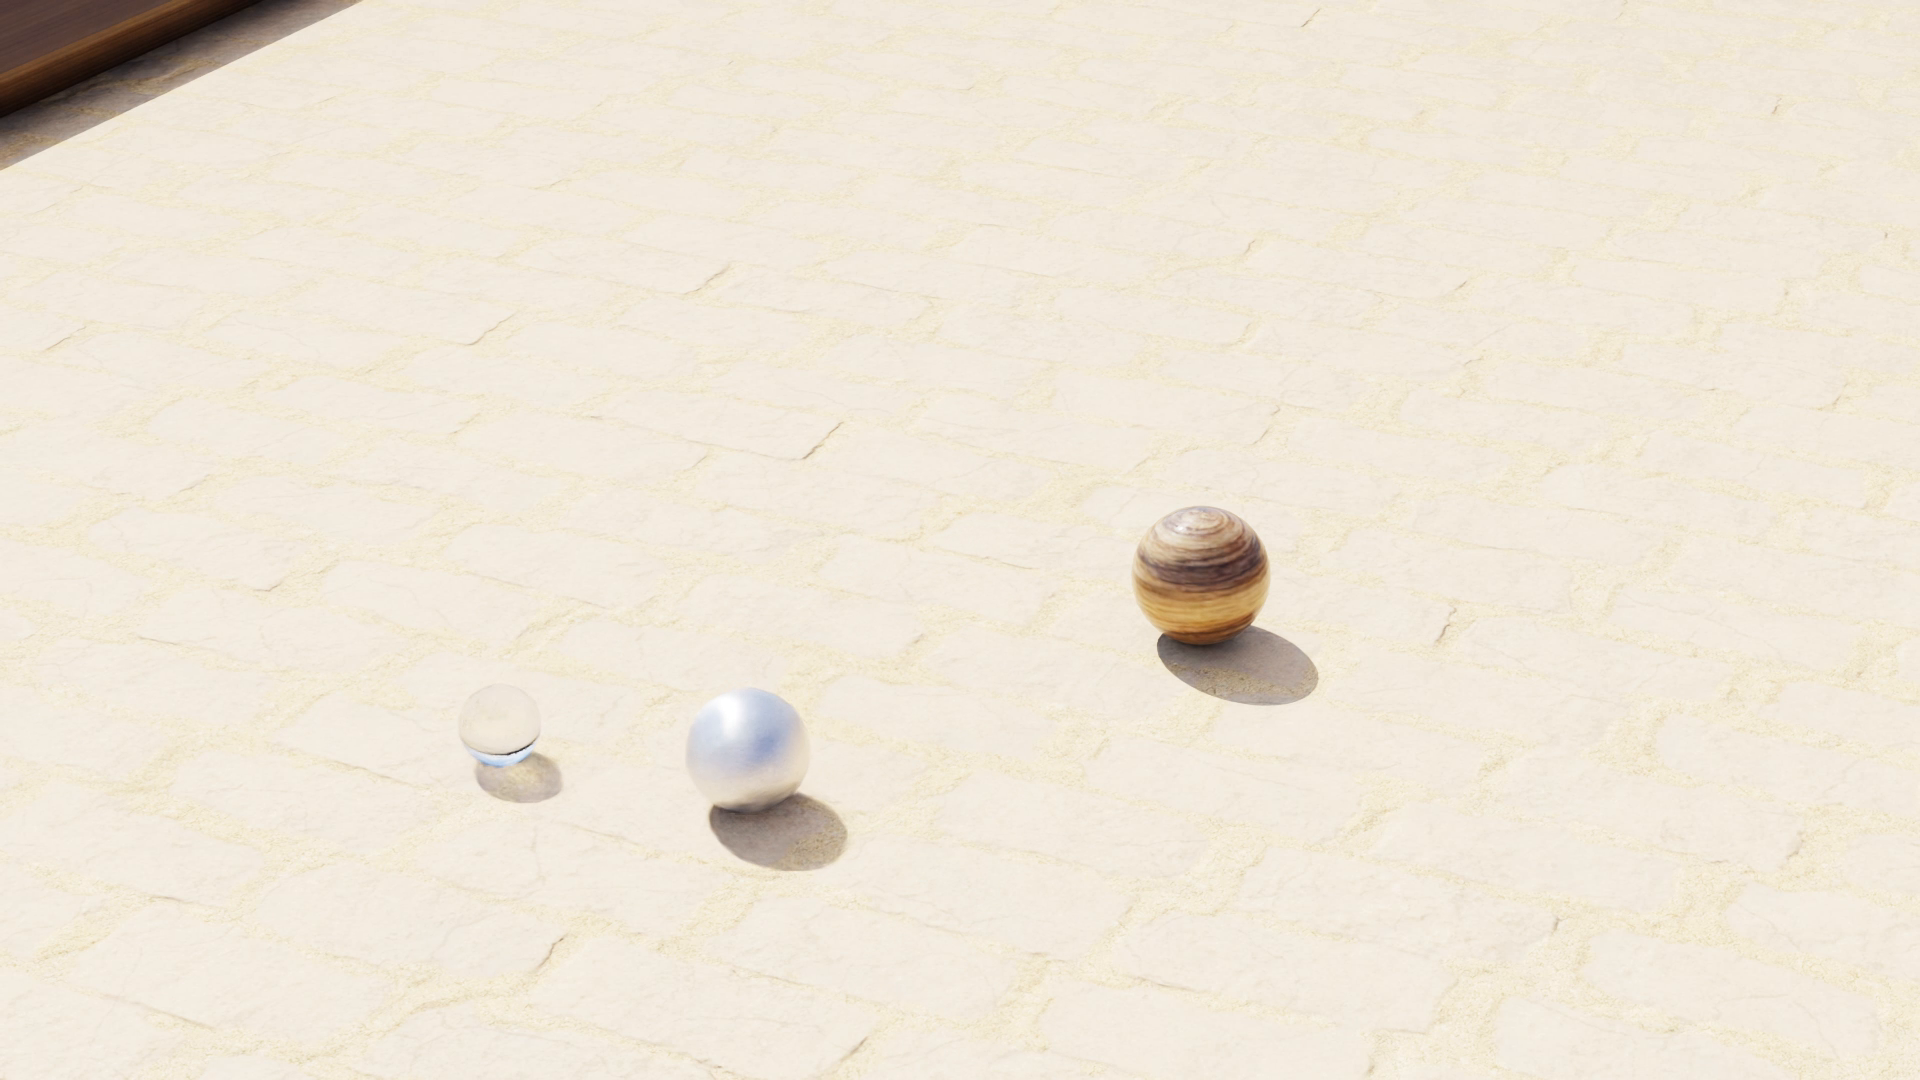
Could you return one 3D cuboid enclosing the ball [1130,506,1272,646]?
[{"bbox_3d":[0.137,0.020,1.671,0.080,0.080,0.080,0,27,0],"label":"ball"}]

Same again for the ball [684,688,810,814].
[{"bbox_3d":[-0.109,0.108,1.516,0.065,0.065,0.065,0,27,0],"label":"ball"}]

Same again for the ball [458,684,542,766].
[{"bbox_3d":[-0.244,0.098,1.559,0.044,0.044,0.044,0,27,0],"label":"ball"}]

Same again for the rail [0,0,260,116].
[{"bbox_3d":[-0.583,-0.607,2.849,0.045,0.103,3.665,12,30,22],"label":"rail"}]
